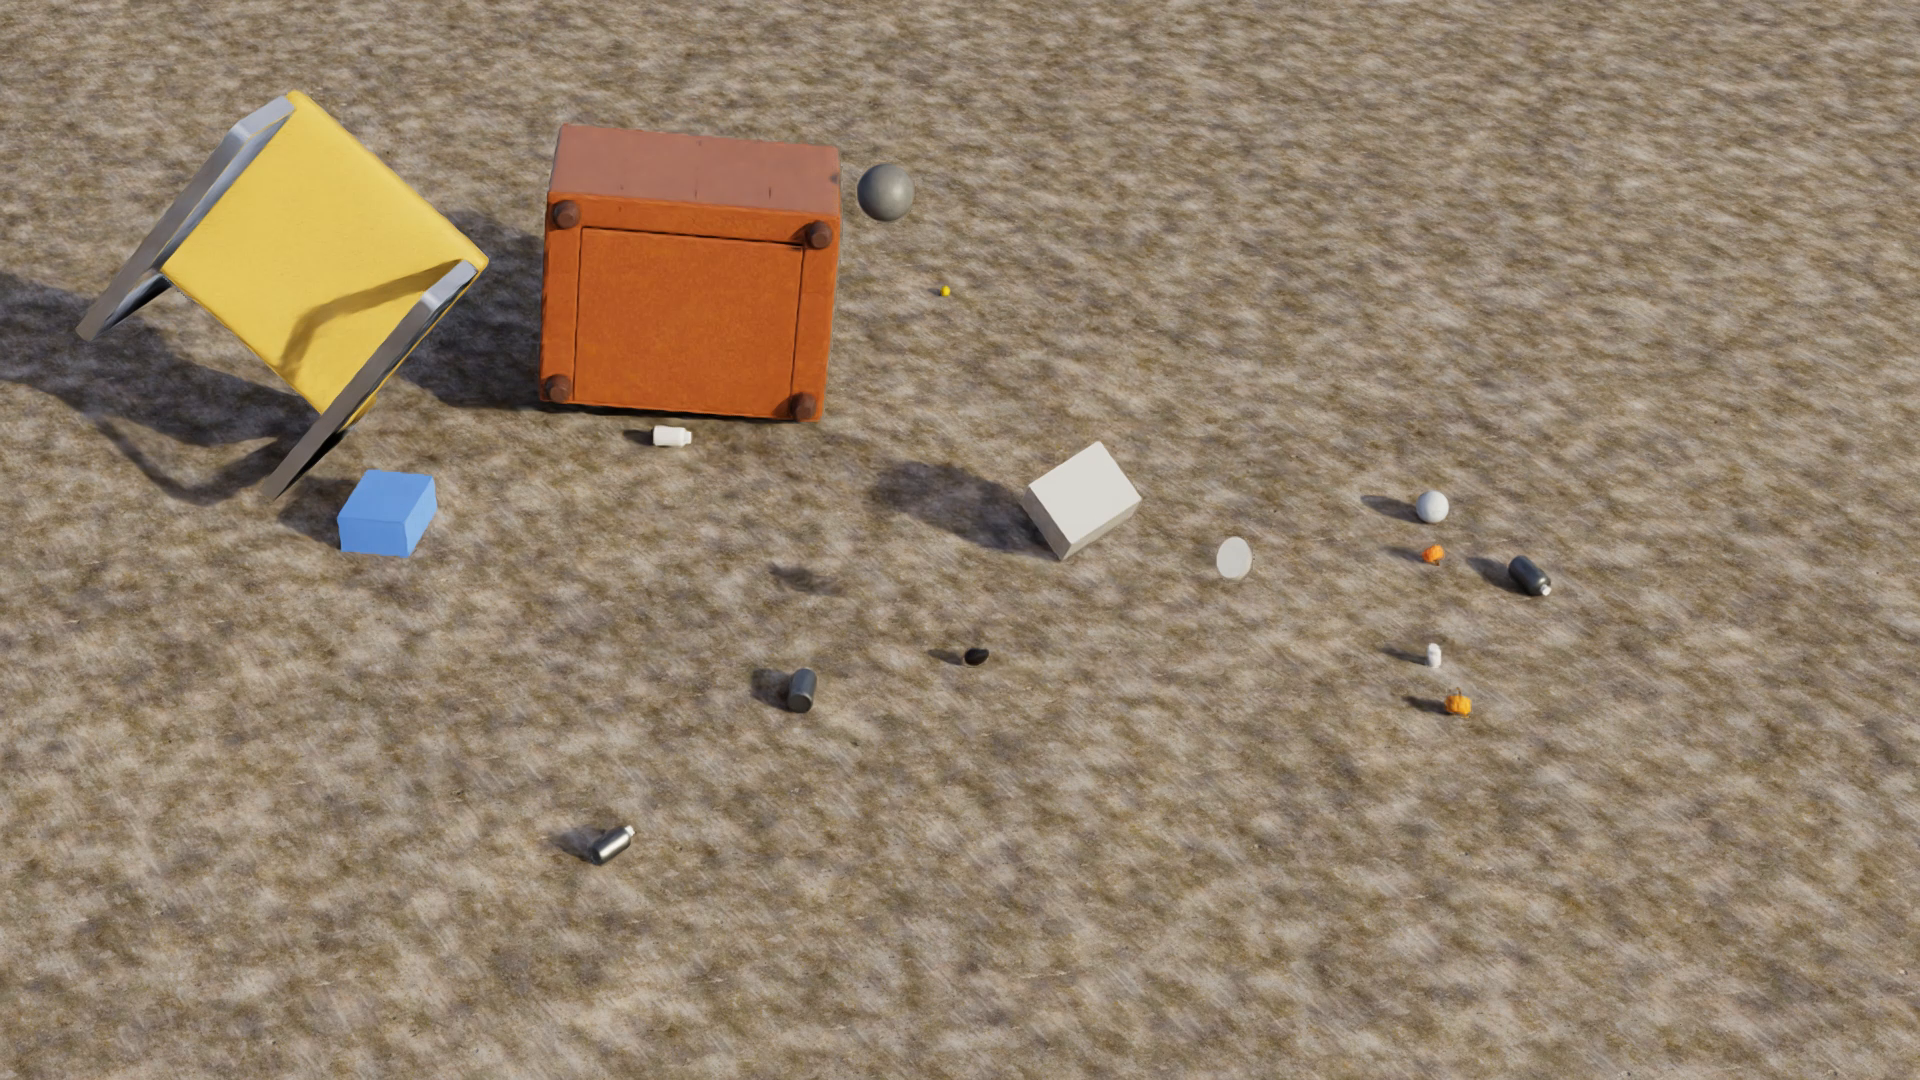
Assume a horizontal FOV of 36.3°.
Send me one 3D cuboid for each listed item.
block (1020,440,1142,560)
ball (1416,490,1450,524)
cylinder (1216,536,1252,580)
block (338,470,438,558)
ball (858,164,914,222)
[{"bbox_3d":[0.443,-0.144,10.791,0.323,0.207,0.270,-32,80,-17],"label":"block"},{"bbox_3d":[1.775,-0.124,11.020,0.124,0.124,0.124,0,33,0],"label":"ball"},{"bbox_3d":[0.887,0.061,9.483,0.100,0.137,0.099,15,-3,13],"label":"cylinder"},{"bbox_3d":[-2.139,-0.101,10.959,0.259,0.153,0.331,5,34,8],"label":"block"},{"bbox_3d":[-0.287,-1.346,11.358,0.222,0.222,0.222,0,33,0],"label":"ball"}]
